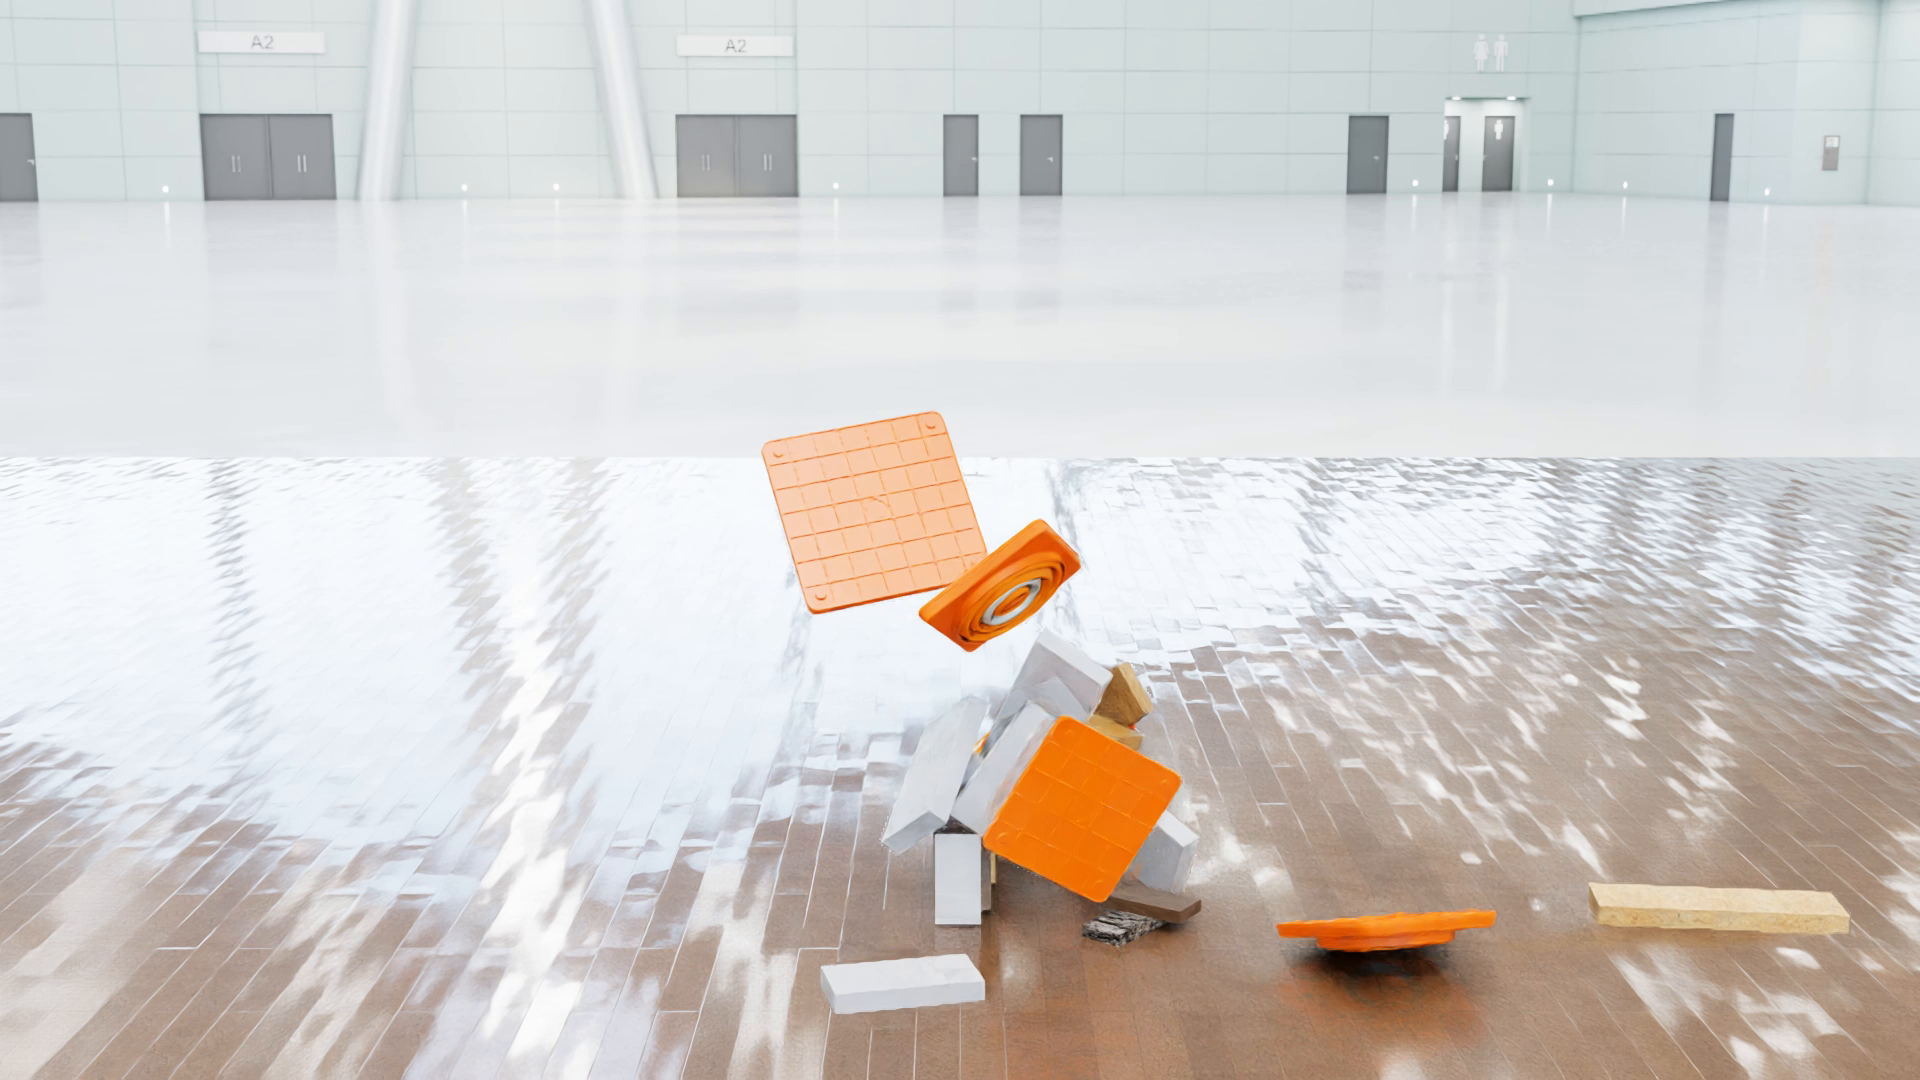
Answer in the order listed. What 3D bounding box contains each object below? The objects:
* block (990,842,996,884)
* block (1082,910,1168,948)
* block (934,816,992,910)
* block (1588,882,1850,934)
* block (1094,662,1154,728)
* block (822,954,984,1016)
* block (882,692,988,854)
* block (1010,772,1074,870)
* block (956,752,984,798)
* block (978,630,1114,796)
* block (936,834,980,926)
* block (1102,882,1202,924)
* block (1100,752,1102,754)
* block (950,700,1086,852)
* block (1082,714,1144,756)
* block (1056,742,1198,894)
[{"bbox_3d":[0.016,0.487,3.722,0.093,0.185,0.026,0,-12,6],"label":"block"},{"bbox_3d":[0.265,0.610,3.503,0.072,0.020,0.143,8,13,38],"label":"block"},{"bbox_3d":[0.004,0.511,3.593,0.093,0.185,0.026,0,-9,-1],"label":"block"},{"bbox_3d":[1.221,0.595,3.554,0.385,0.031,0.111,1,11,7],"label":"block"},{"bbox_3d":[0.203,0.357,4.022,0.027,0.097,0.424,-19,-16,-40],"label":"block"},{"bbox_3d":[-0.085,0.654,3.240,0.221,0.031,0.111,-3,11,-14],"label":"block"},{"bbox_3d":[-0.040,0.380,3.596,0.131,0.037,0.262,-38,21,41],"label":"block"},{"bbox_3d":[0.154,0.456,3.791,0.029,0.202,0.101,6,15,-45],"label":"block"},{"bbox_3d":[0.017,0.391,3.658,0.093,0.026,0.185,-1,11,-10],"label":"block"},{"bbox_3d":[0.137,0.285,3.564,0.131,0.280,0.037,34,40,13],"label":"block"},{"bbox_3d":[-0.003,0.544,3.524,0.072,0.143,0.020,0,-2,-1],"label":"block"},{"bbox_3d":[0.307,0.584,3.537,0.143,0.020,0.072,7,12,33],"label":"block"},{"bbox_3d":[0.198,0.343,3.843,0.101,0.029,0.202,23,6,24],"label":"block"},{"bbox_3d":[0.091,0.376,3.515,0.111,0.221,0.031,34,9,-4],"label":"block"},{"bbox_3d":[0.244,0.335,3.800,0.097,0.027,0.194,23,6,20],"label":"block"},{"bbox_3d":[0.272,0.463,3.612,0.037,0.131,0.262,-23,49,-37],"label":"block"}]
